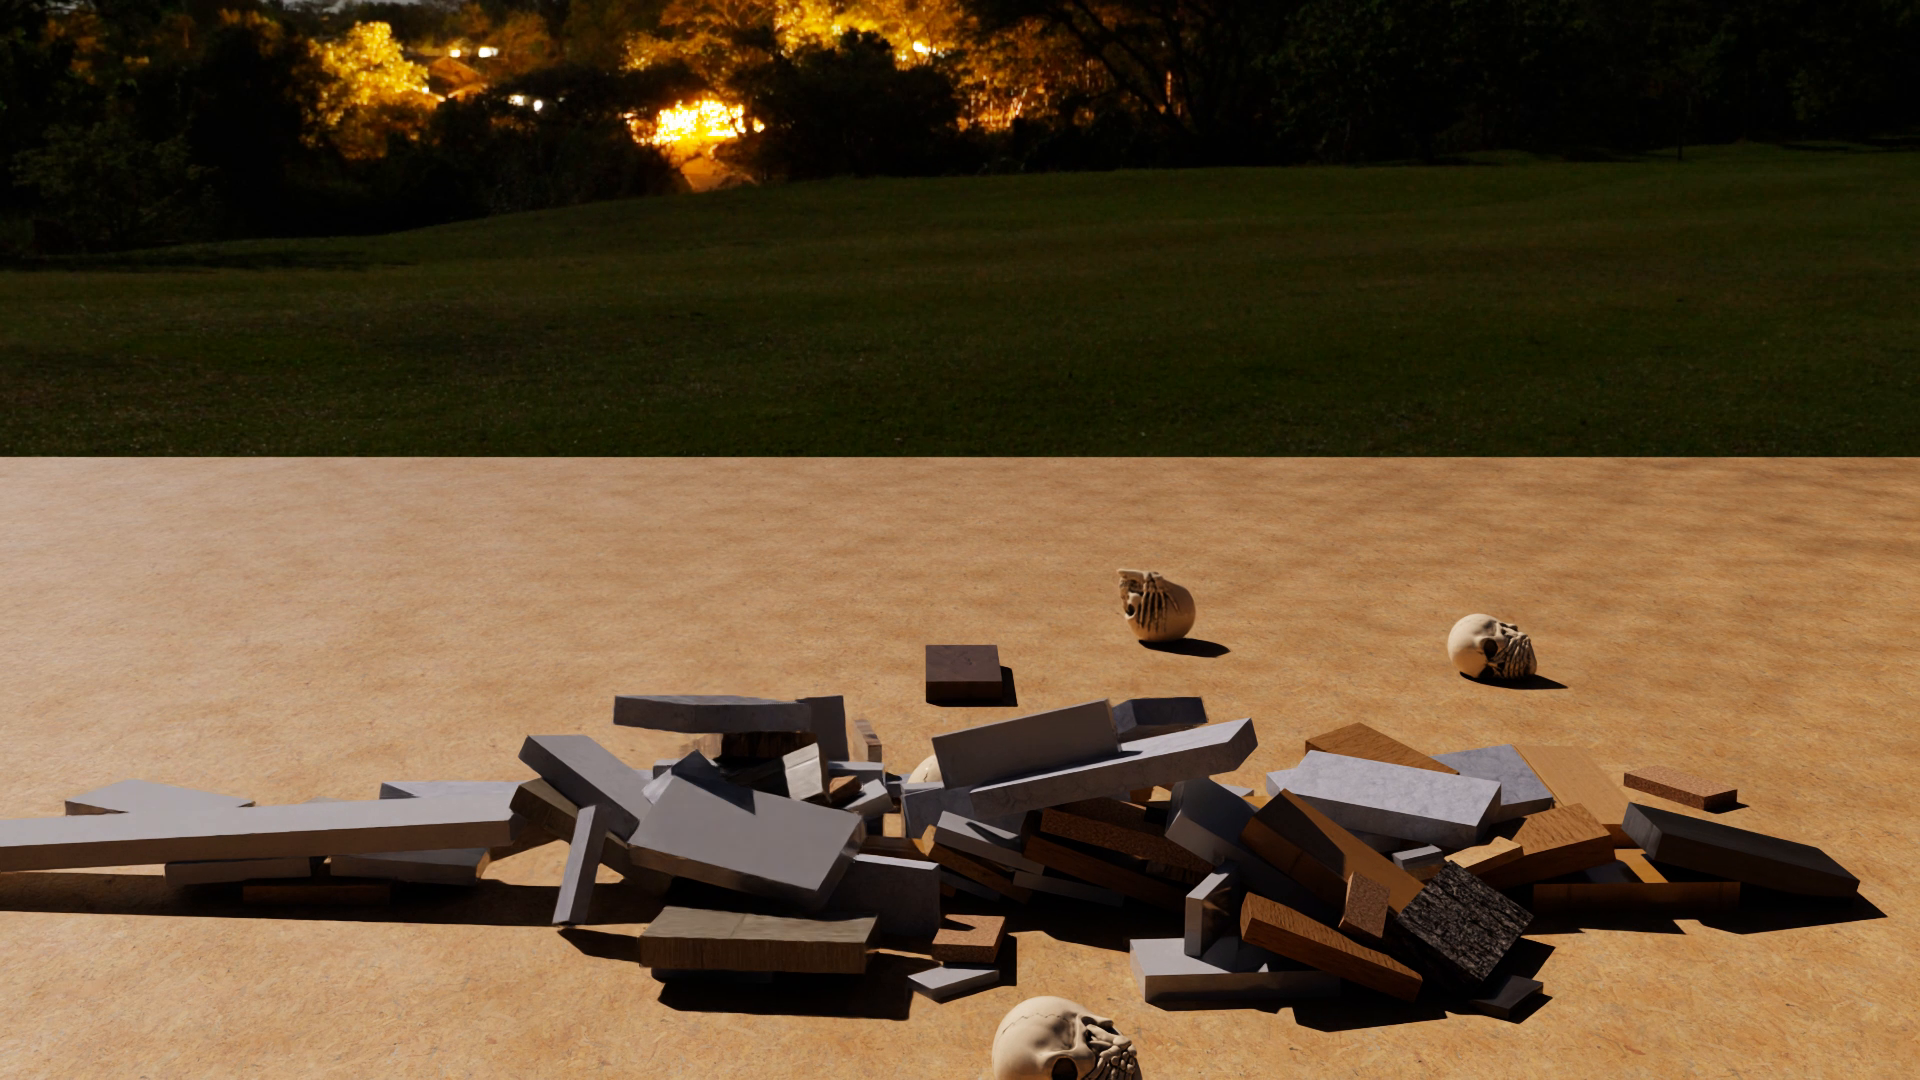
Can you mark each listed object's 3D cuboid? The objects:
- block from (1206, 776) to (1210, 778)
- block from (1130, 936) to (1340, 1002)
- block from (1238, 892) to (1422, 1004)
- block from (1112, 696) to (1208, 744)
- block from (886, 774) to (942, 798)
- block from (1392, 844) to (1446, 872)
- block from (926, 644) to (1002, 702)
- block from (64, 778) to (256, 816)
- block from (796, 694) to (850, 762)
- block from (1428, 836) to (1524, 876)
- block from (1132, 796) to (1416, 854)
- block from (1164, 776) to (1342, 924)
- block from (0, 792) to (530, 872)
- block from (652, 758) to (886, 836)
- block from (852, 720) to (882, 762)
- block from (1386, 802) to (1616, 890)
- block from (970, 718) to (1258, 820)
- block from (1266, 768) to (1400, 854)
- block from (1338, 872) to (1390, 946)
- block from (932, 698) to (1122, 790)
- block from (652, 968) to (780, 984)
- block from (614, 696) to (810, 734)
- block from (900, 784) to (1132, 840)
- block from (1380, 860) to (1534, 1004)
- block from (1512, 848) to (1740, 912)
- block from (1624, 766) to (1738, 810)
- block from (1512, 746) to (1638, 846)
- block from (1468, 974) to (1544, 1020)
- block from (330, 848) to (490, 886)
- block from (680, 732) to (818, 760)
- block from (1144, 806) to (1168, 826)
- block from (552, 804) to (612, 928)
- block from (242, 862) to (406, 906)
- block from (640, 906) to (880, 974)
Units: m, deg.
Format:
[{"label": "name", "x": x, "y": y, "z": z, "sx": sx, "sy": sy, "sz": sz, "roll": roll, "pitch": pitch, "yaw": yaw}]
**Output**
[{"label": "block", "x": 0.437, "y": 0.452, "z": 4.276, "sx": 0.097, "sy": 0.014, "sz": 0.049, "roll": 2, "pitch": 11, "yaw": 9}, {"label": "block", "x": 0.409, "y": 0.640, "z": 3.290, "sx": 0.290, "sy": 0.041, "sz": 0.145, "roll": -1, "pitch": 11, "yaw": -4}, {"label": "block", "x": 0.546, "y": 0.601, "z": 3.252, "sx": 0.263, "sy": 0.037, "sz": 0.131, "roll": 20, "pitch": 9, "yaw": 2}, {"label": "block", "x": 0.265, "y": 0.362, "z": 3.984, "sx": 0.173, "sy": 0.049, "sz": 0.346, "roll": 2, "pitch": -22, "yaw": -39}, {"label": "block", "x": -0.072, "y": 0.465, "z": 4.165, "sx": 0.095, "sy": 0.027, "sz": 0.190, "roll": -10, "pitch": 3, "yaw": -43}, {"label": "block", "x": 0.750, "y": 0.520, "z": 3.605, "sx": 0.067, "sy": 0.019, "sz": 0.134, "roll": -14, "pitch": -4, "yaw": 3}, {"label": "block", "x": 0.006, "y": 0.306, "z": 5.068, "sx": 0.170, "sy": 0.048, "sz": 0.354, "roll": 0, "pitch": 11, "yaw": -1}, {"label": "block", "x": -1.466, "y": 0.500, "z": 4.035, "sx": 0.312, "sy": 0.044, "sz": 0.156, "roll": 5, "pitch": 12, "yaw": 26}, {"label": "block", "x": -0.262, "y": 0.393, "z": 4.221, "sx": 0.091, "sy": 0.182, "sz": 0.026, "roll": -5, "pitch": -9, "yaw": -5}, {"label": "block", "x": 0.838, "y": 0.521, "z": 3.577, "sx": 0.140, "sy": 0.019, "sz": 0.067, "roll": -17, "pitch": 11, "yaw": -16}, {"label": "block", "x": 0.541, "y": 0.505, "z": 3.867, "sx": 0.584, "sy": 0.043, "sz": 0.153, "roll": -3, "pitch": 21, "yaw": 0}, {"label": "block", "x": 0.487, "y": 0.499, "z": 3.506, "sx": 0.334, "sy": 0.047, "sz": 0.167, "roll": 31, "pitch": 23, "yaw": -2}, {"label": "block", "x": -1.495, "y": 0.510, "z": 3.717, "sx": 1.522, "sy": 0.044, "sz": 0.156, "roll": -3, "pitch": 10, "yaw": 2}, {"label": "block", "x": -0.330, "y": 0.473, "z": 3.822, "sx": 0.398, "sy": 0.173, "sz": 0.049, "roll": 1, "pitch": 10, "yaw": 4}, {"label": "block", "x": -0.182, "y": 0.422, "z": 4.313, "sx": 0.027, "sy": 0.095, "sz": 0.190, "roll": -2, "pitch": 11, "yaw": -11}, {"label": "block", "x": 0.896, "y": 0.526, "z": 3.660, "sx": 0.340, "sy": 0.048, "sz": 0.170, "roll": -14, "pitch": 11, "yaw": 2}, {"label": "block", "x": 0.250, "y": 0.373, "z": 3.582, "sx": 0.445, "sy": 0.047, "sz": 0.167, "roll": -14, "pitch": 4, "yaw": 21}, {"label": "block", "x": 0.647, "y": 0.471, "z": 3.832, "sx": 0.131, "sy": 0.037, "sz": 0.272, "roll": -7, "pitch": 21, "yaw": -13}, {"label": "block", "x": 0.612, "y": 0.556, "z": 3.322, "sx": 0.063, "sy": 0.018, "sz": 0.125, "roll": 26, "pitch": 32, "yaw": 3}, {"label": "block", "x": 0.109, "y": 0.337, "z": 3.625, "sx": 0.307, "sy": 0.091, "sz": 0.026, "roll": -14, "pitch": 3, "yaw": 19}, {"label": "block", "x": -0.364, "y": 0.638, "z": 3.334, "sx": 0.186, "sy": 0.026, "sz": 0.093, "roll": 2, "pitch": 11, "yaw": 9}, {"label": "block", "x": -0.419, "y": 0.297, "z": 3.756, "sx": 0.167, "sy": 0.047, "sz": 0.334, "roll": 3, "pitch": -2, "yaw": 30}, {"label": "block", "x": 0.102, "y": 0.469, "z": 3.764, "sx": 0.386, "sy": 0.145, "sz": 0.041, "roll": -11, "pitch": -4, "yaw": -13}, {"label": "block", "x": 0.761, "y": 0.593, "z": 3.354, "sx": 0.153, "sy": 0.043, "sz": 0.307, "roll": 34, "pitch": 23, "yaw": 19}, {"label": "block", "x": 1.099, "y": 0.566, "z": 3.665, "sx": 0.340, "sy": 0.048, "sz": 0.170, "roll": 0, "pitch": 11, "yaw": -2}, {"label": "block", "x": 1.381, "y": 0.474, "z": 4.218, "sx": 0.095, "sy": 0.027, "sz": 0.190, "roll": -7, "pitch": 12, "yaw": -32}, {"label": "block", "x": 1.163, "y": 0.478, "z": 4.158, "sx": 0.145, "sy": 0.041, "sz": 0.507, "roll": 0, "pitch": 11, "yaw": 1}, {"label": "block", "x": 0.797, "y": 0.666, "z": 3.211, "sx": 0.063, "sy": 0.018, "sz": 0.125, "roll": 8, "pitch": 13, "yaw": 37}, {"label": "block", "x": -0.920, "y": 0.536, "z": 3.690, "sx": 0.239, "sy": 0.034, "sz": 0.120, "roll": 5, "pitch": 10, "yaw": -2}, {"label": "block", "x": -0.385, "y": 0.385, "z": 3.961, "sx": 0.170, "sy": 0.048, "sz": 0.340, "roll": 6, "pitch": -13, "yaw": -19}, {"label": "block", "x": 0.346, "y": 0.456, "z": 3.586, "sx": 0.091, "sy": 0.013, "sz": 0.045, "roll": 11, "pitch": 11, "yaw": 6}, {"label": "block", "x": -0.601, "y": 0.519, "z": 3.495, "sx": 0.026, "sy": 0.186, "sz": 0.093, "roll": 18, "pitch": -19, "yaw": -21}, {"label": "block", "x": -1.057, "y": 0.573, "z": 3.666, "sx": 0.239, "sy": 0.034, "sz": 0.120, "roll": 0, "pitch": 11, "yaw": -1}, {"label": "block", "x": -0.296, "y": 0.599, "z": 3.304, "sx": 0.334, "sy": 0.047, "sz": 0.167, "roll": 1, "pitch": 6, "yaw": 6}]
